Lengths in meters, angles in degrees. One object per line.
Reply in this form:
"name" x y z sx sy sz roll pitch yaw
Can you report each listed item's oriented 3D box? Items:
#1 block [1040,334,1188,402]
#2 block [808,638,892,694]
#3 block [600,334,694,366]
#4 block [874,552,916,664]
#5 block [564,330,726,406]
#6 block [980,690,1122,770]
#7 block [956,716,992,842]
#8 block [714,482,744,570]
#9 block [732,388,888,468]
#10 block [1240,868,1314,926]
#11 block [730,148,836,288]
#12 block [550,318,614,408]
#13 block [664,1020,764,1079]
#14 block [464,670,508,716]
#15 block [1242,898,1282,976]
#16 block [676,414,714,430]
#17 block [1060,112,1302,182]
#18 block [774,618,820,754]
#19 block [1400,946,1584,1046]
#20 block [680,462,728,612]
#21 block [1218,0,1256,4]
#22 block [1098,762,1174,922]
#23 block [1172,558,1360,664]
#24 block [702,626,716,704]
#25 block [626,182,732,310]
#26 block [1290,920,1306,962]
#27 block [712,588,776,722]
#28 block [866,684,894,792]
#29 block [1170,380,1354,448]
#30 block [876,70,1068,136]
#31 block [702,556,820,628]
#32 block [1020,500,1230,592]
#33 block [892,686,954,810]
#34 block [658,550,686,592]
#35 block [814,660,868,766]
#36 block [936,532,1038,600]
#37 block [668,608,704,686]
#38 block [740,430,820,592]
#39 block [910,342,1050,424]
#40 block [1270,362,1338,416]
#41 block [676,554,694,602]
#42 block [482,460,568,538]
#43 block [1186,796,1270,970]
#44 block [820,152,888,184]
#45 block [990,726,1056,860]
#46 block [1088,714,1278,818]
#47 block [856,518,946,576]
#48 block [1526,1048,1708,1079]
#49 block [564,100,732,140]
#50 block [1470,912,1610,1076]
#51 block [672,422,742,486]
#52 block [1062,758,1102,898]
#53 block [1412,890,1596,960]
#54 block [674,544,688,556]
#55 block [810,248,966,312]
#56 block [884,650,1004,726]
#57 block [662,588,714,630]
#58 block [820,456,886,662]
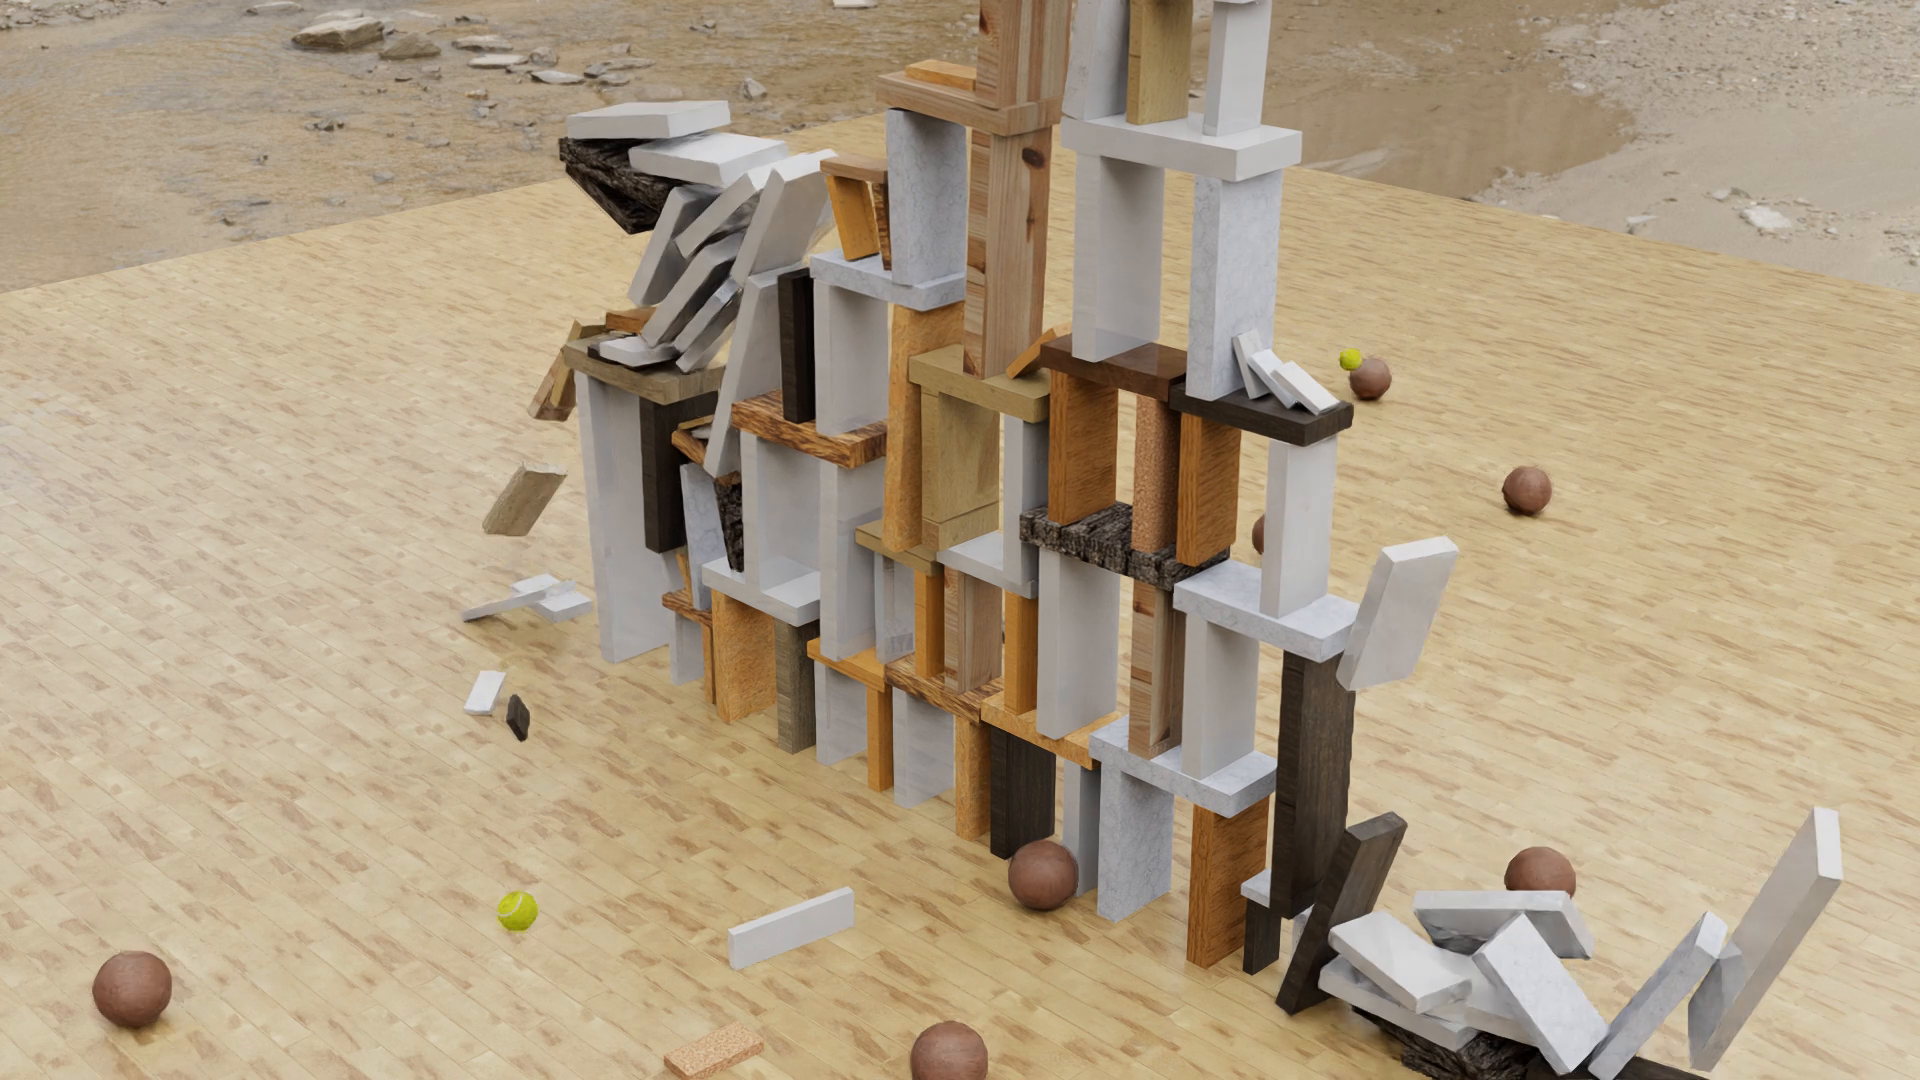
"block" 0.289 -0.303 3.769 0.281 0.040 0.140 20 30 39
"block" -0.193 0.244 4.537 0.118 0.034 0.237 -21 31 -40
"block" -0.657 -0.414 4.731 0.107 0.030 0.214 19 24 37
"block" -0.116 0.115 4.460 0.114 0.264 0.032 -15 27 -32
"block" -0.691 -0.384 4.822 0.355 0.050 0.177 22 31 40
"block" 0.191 0.346 4.167 0.284 0.040 0.142 21 31 41
"block" 0.052 0.451 4.356 0.134 0.268 0.038 -21 31 -41
"block" -0.464 -0.043 4.706 0.027 0.193 0.096 5 20 45
"block" -0.280 -0.232 4.438 0.350 0.050 0.175 20 30 40
"block" 0.578 0.628 3.860 0.077 0.022 0.154 -21 31 -40
"block" -0.342 -0.629 4.314 0.149 0.297 0.042 -27 68 -39
"block" -0.851 -0.403 4.981 0.030 0.212 0.106 39 30 29
"block" -0.414 0.863 3.699 0.151 0.021 0.076 -18 29 -36
"block" -1.053 0.340 4.885 0.059 0.017 0.118 2 43 11
"block" 0.542 0.694 3.929 0.077 0.154 0.022 -21 31 -40
"block" -0.559 -0.255 4.725 0.096 0.014 0.048 -10 7 45
"block" 0.355 -0.649 3.563 0.354 0.050 0.177 20 30 38
"block" -0.318 0.288 4.686 0.044 0.310 0.155 21 31 41
"block" 0.876 0.754 3.621 0.271 0.038 0.135 14 28 22
"block" -0.550 -0.014 4.815 0.096 0.333 0.027 -18 25 -33
"block" 0.383 -0.871 3.440 0.211 0.030 0.106 18 29 37
"block" 0.329 0.534 4.089 0.046 0.322 0.161 21 31 40
"block" 0.527 0.116 3.701 0.308 0.044 0.154 21 31 40
"block" -0.526 0.263 4.901 0.094 0.187 0.027 -21 32 -41
"block" -0.578 -0.620 4.585 0.153 0.307 0.043 -24 65 -43
"block" 0.613 0.723 3.860 0.077 0.154 0.022 -21 31 -41
"block" -0.464 0.230 4.820 0.044 0.311 0.155 21 31 41
"block" -0.136 0.391 4.537 0.118 0.237 0.034 -21 31 -40
"block" 0.492 -0.219 3.600 0.270 0.038 0.135 20 30 39
"block" 0.019 -0.777 3.874 0.316 0.045 0.158 24 32 38
"block" -0.391 0.096 4.684 0.310 0.044 0.155 21 31 41
"block" 0.290 -0.004 3.894 0.340 0.048 0.170 19 30 38
"block" -0.074 0.401 4.472 0.134 0.268 0.038 -21 31 -41
"block" -0.642 0.057 4.941 0.055 0.111 0.016 -21 7 -40
"block" -0.249 0.348 4.638 0.118 0.237 0.034 -21 31 -40
"block" 0.087 0.042 4.152 0.124 0.035 0.247 -21 31 -40
"block" -0.614 0.229 4.981 0.027 0.187 0.094 23 32 40
"block" -0.371 -0.083 4.599 0.050 0.350 0.175 22 32 40
"block" 0.075 -0.293 4.015 0.161 0.046 0.321 -21 31 -40
"block" 0.553 -0.243 3.529 0.053 0.015 0.105 -23 59 -43
"block" -0.589 0.077 4.892 0.055 0.111 0.016 -21 8 -40
"block" -1.096 -0.101 5.530 0.118 0.236 0.033 5 45 -43
"block" 0.482 0.594 3.948 0.046 0.322 0.161 21 31 40
"block" -0.176 -0.695 4.111 0.162 0.023 0.081 17 28 38
"block" 0.124 0.469 4.292 0.040 0.284 0.142 21 31 41
"block" 0.406 0.394 3.948 0.322 0.046 0.161 21 31 40
"block" -0.089 0.008 4.334 0.114 0.032 0.228 -19 30 -38
"block" 1.067 0.875 3.507 0.289 0.041 0.144 13 20 31
"block" -0.648 -0.871 4.559 0.330 0.047 0.165 9 24 42
"block" 0.924 0.721 3.499 0.115 0.229 0.033 -32 -7 -33
"block" -0.520 -0.184 4.706 0.096 0.027 0.193 -20 45 -40
"block" 0.258 0.521 4.169 0.142 0.284 0.040 -21 31 -40
"block" 0.901 0.638 3.654 0.266 0.133 0.038 -7 41 39
"block" -0.630 0.004 4.906 0.111 0.016 0.055 21 31 40
"block" -0.123 -0.501 4.154 0.155 0.044 0.310 -21 31 -40
"block" -0.011 0.285 4.354 0.134 0.038 0.268 -21 31 -41
"block" -0.568 0.148 4.898 0.094 0.027 0.187 -21 31 -41
"block" -0.202 0.020 4.464 0.050 0.434 0.175 23 32 39
